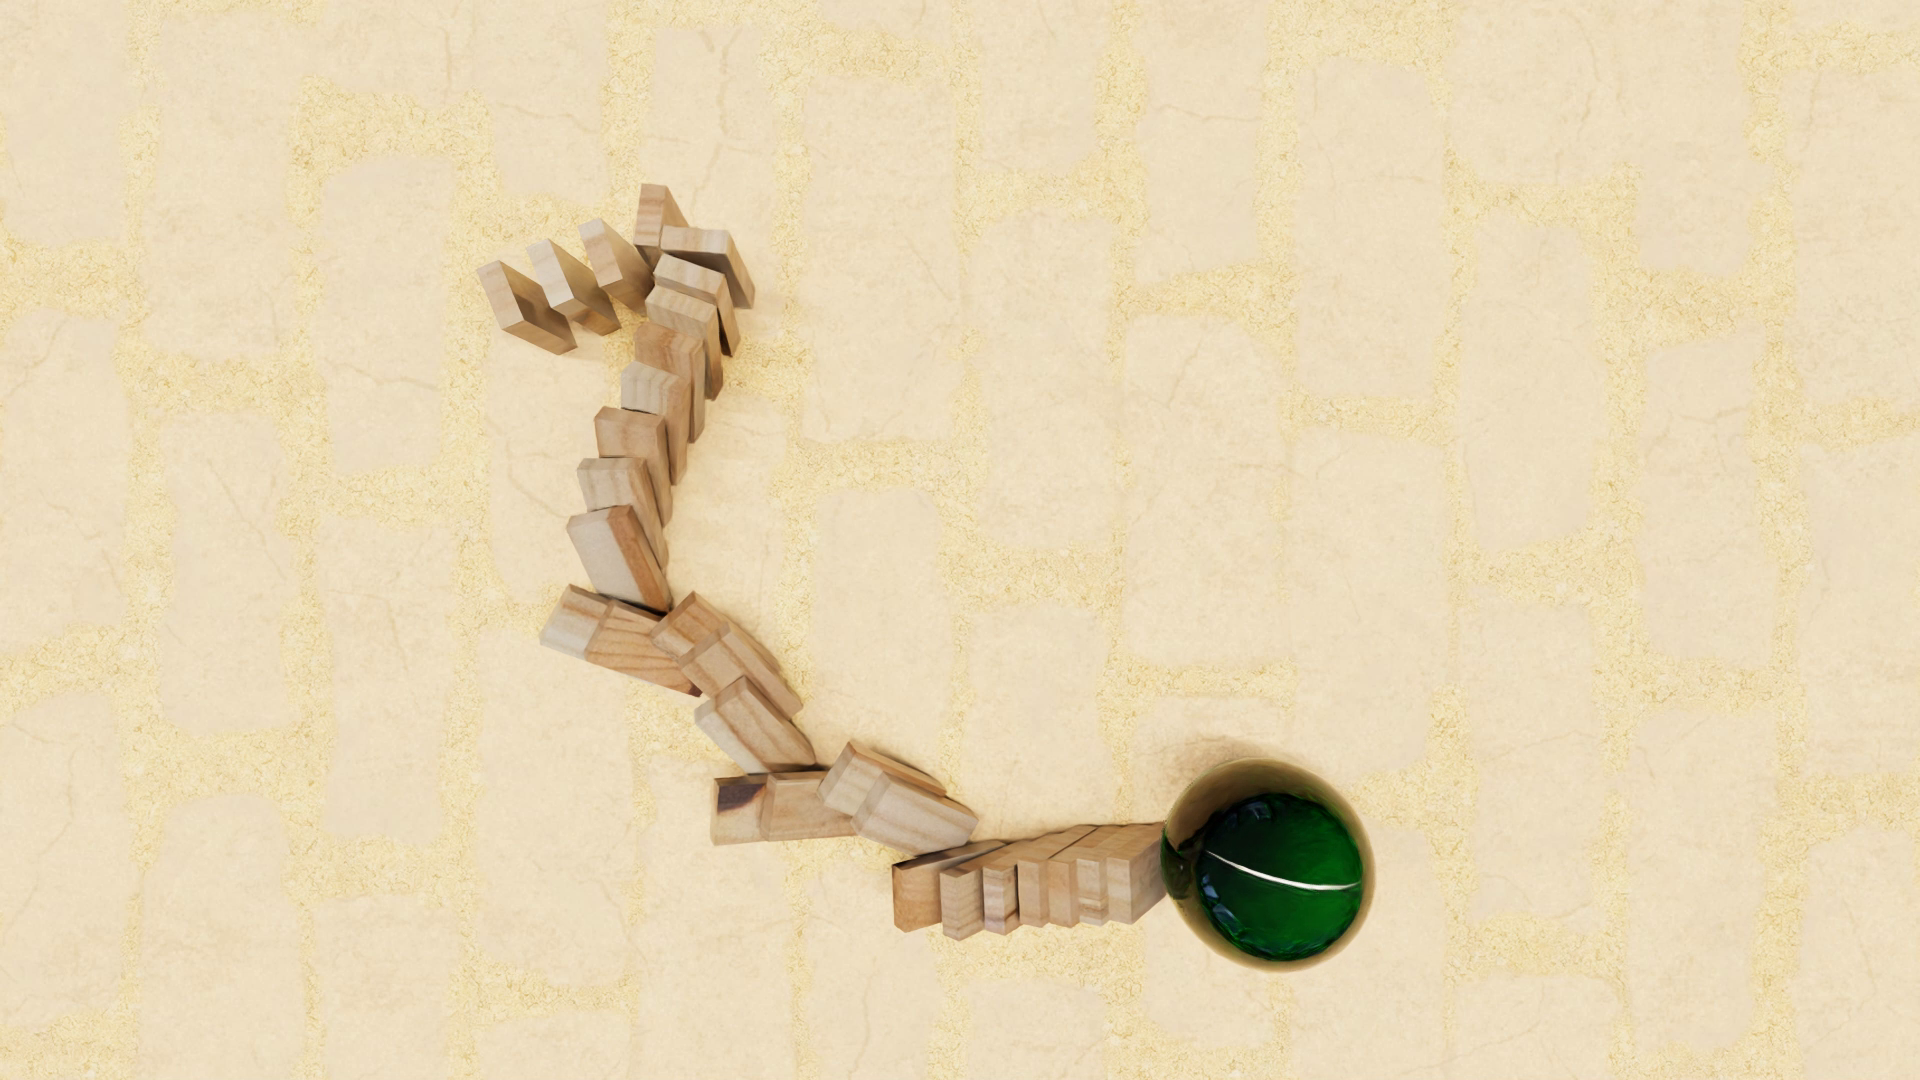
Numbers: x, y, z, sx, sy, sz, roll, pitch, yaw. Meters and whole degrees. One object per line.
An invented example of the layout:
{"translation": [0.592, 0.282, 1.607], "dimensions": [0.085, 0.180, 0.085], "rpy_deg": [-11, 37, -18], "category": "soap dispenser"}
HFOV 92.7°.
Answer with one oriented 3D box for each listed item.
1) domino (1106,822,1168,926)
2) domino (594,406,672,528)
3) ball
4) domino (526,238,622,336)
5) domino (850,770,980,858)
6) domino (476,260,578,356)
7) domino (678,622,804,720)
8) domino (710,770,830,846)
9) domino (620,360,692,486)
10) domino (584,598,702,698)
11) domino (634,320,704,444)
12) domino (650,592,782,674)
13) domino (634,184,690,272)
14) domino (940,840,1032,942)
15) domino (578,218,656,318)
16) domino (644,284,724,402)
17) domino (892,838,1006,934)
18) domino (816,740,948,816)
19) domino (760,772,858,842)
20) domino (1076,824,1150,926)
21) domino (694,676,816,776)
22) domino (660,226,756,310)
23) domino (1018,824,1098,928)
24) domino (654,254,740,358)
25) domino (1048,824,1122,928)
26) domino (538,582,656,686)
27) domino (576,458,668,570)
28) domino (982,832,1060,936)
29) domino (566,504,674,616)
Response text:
{"translation": [0.076, 0.136, 0.377], "dimensions": [0.009, 0.050, 0.025], "rpy_deg": [-3, 90, 36], "category": "domino"}
{"translation": [-0.135, -0.030, 0.381], "dimensions": [0.025, 0.010, 0.050], "rpy_deg": [9, 128, 0], "category": "domino"}
{"translation": [0.120, 0.126, 0.360], "dimensions": [0.080, 0.080, 0.080], "rpy_deg": [0, 90, 0], "category": "ball"}
{"translation": [-0.157, -0.102, 0.375], "dimensions": [0.009, 0.050, 0.025], "rpy_deg": [-23, 90, 0], "category": "domino"}
{"translation": [-0.018, 0.118, 0.383], "dimensions": [0.050, 0.010, 0.025], "rpy_deg": [33, 90, -32], "category": "domino"}
{"translation": [-0.176, -0.094, 0.375], "dimensions": [0.010, 0.050, 0.025], "rpy_deg": [-23, 90, 0], "category": "domino"}
{"translation": [-0.091, 0.060, 0.382], "dimensions": [0.025, 0.010, 0.050], "rpy_deg": [-38, 121, -4], "category": "domino"}
{"translation": [-0.078, 0.112, 0.383], "dimensions": [0.050, 0.009, 0.025], "rpy_deg": [3, 96, -27], "category": "domino"}
{"translation": [-0.126, -0.047, 0.380], "dimensions": [0.025, 0.009, 0.050], "rpy_deg": [20, 132, 0], "category": "domino"}
{"translation": [-0.127, 0.046, 0.382], "dimensions": [0.050, 0.009, 0.025], "rpy_deg": [27, 92, -32], "category": "domino"}
{"translation": [-0.119, -0.064, 0.378], "dimensions": [0.025, 0.050, 0.009], "rpy_deg": [20, 50, 0], "category": "domino"}
{"translation": [-0.102, 0.047, 0.383], "dimensions": [0.025, 0.010, 0.050], "rpy_deg": [-43, 121, -1], "category": "domino"}
{"translation": [-0.118, -0.120, 0.373], "dimensions": [0.009, 0.050, 0.025], "rpy_deg": [4, 81, 0], "category": "domino"}
{"translation": [0.014, 0.144, 0.379], "dimensions": [0.050, 0.010, 0.025], "rpy_deg": [-3, 91, -44], "category": "domino"}
{"translation": [-0.138, -0.110, 0.375], "dimensions": [0.009, 0.050, 0.025], "rpy_deg": [-20, 90, 0], "category": "domino"}
{"translation": [-0.112, -0.080, 0.376], "dimensions": [0.025, 0.050, 0.009], "rpy_deg": [20, 60, 0], "category": "domino"}
{"translation": [-0.004, 0.144, 0.383], "dimensions": [0.050, 0.009, 0.025], "rpy_deg": [-3, 90, -31], "category": "domino"}
{"translation": [-0.032, 0.105, 0.383], "dimensions": [0.050, 0.009, 0.025], "rpy_deg": [33, 90, -32], "category": "domino"}
{"translation": [-0.056, 0.110, 0.382], "dimensions": [0.050, 0.010, 0.025], "rpy_deg": [8, 91, -33], "category": "domino"}
{"translation": [0.065, 0.136, 0.377], "dimensions": [0.010, 0.050, 0.025], "rpy_deg": [-3, 90, 36], "category": "domino"}
{"translation": [-0.085, 0.082, 0.383], "dimensions": [0.025, 0.009, 0.050], "rpy_deg": [-34, 122, 0], "category": "domino"}
{"translation": [-0.102, -0.110, 0.375], "dimensions": [0.025, 0.050, 0.009], "rpy_deg": [4, 80, 0], "category": "domino"}
{"translation": [0.041, 0.137, 0.377], "dimensions": [0.009, 0.050, 0.025], "rpy_deg": [-3, 90, 36], "category": "domino"}
{"translation": [-0.106, -0.095, 0.375], "dimensions": [0.025, 0.050, 0.009], "rpy_deg": [19, 72, 0], "category": "domino"}
{"translation": [0.053, 0.137, 0.377], "dimensions": [0.010, 0.050, 0.025], "rpy_deg": [-3, 90, 36], "category": "domino"}
{"translation": [-0.145, 0.040, 0.382], "dimensions": [0.050, 0.009, 0.025], "rpy_deg": [29, 93, -32], "category": "domino"}
{"translation": [-0.140, -0.010, 0.382], "dimensions": [0.025, 0.010, 0.050], "rpy_deg": [0, 126, 0], "category": "domino"}
{"translation": [0.029, 0.140, 0.378], "dimensions": [0.009, 0.050, 0.025], "rpy_deg": [-3, 90, 38], "category": "domino"}
{"translation": [-0.141, 0.011, 0.382], "dimensions": [0.025, 0.009, 0.050], "rpy_deg": [-12, 123, 0], "category": "domino"}
